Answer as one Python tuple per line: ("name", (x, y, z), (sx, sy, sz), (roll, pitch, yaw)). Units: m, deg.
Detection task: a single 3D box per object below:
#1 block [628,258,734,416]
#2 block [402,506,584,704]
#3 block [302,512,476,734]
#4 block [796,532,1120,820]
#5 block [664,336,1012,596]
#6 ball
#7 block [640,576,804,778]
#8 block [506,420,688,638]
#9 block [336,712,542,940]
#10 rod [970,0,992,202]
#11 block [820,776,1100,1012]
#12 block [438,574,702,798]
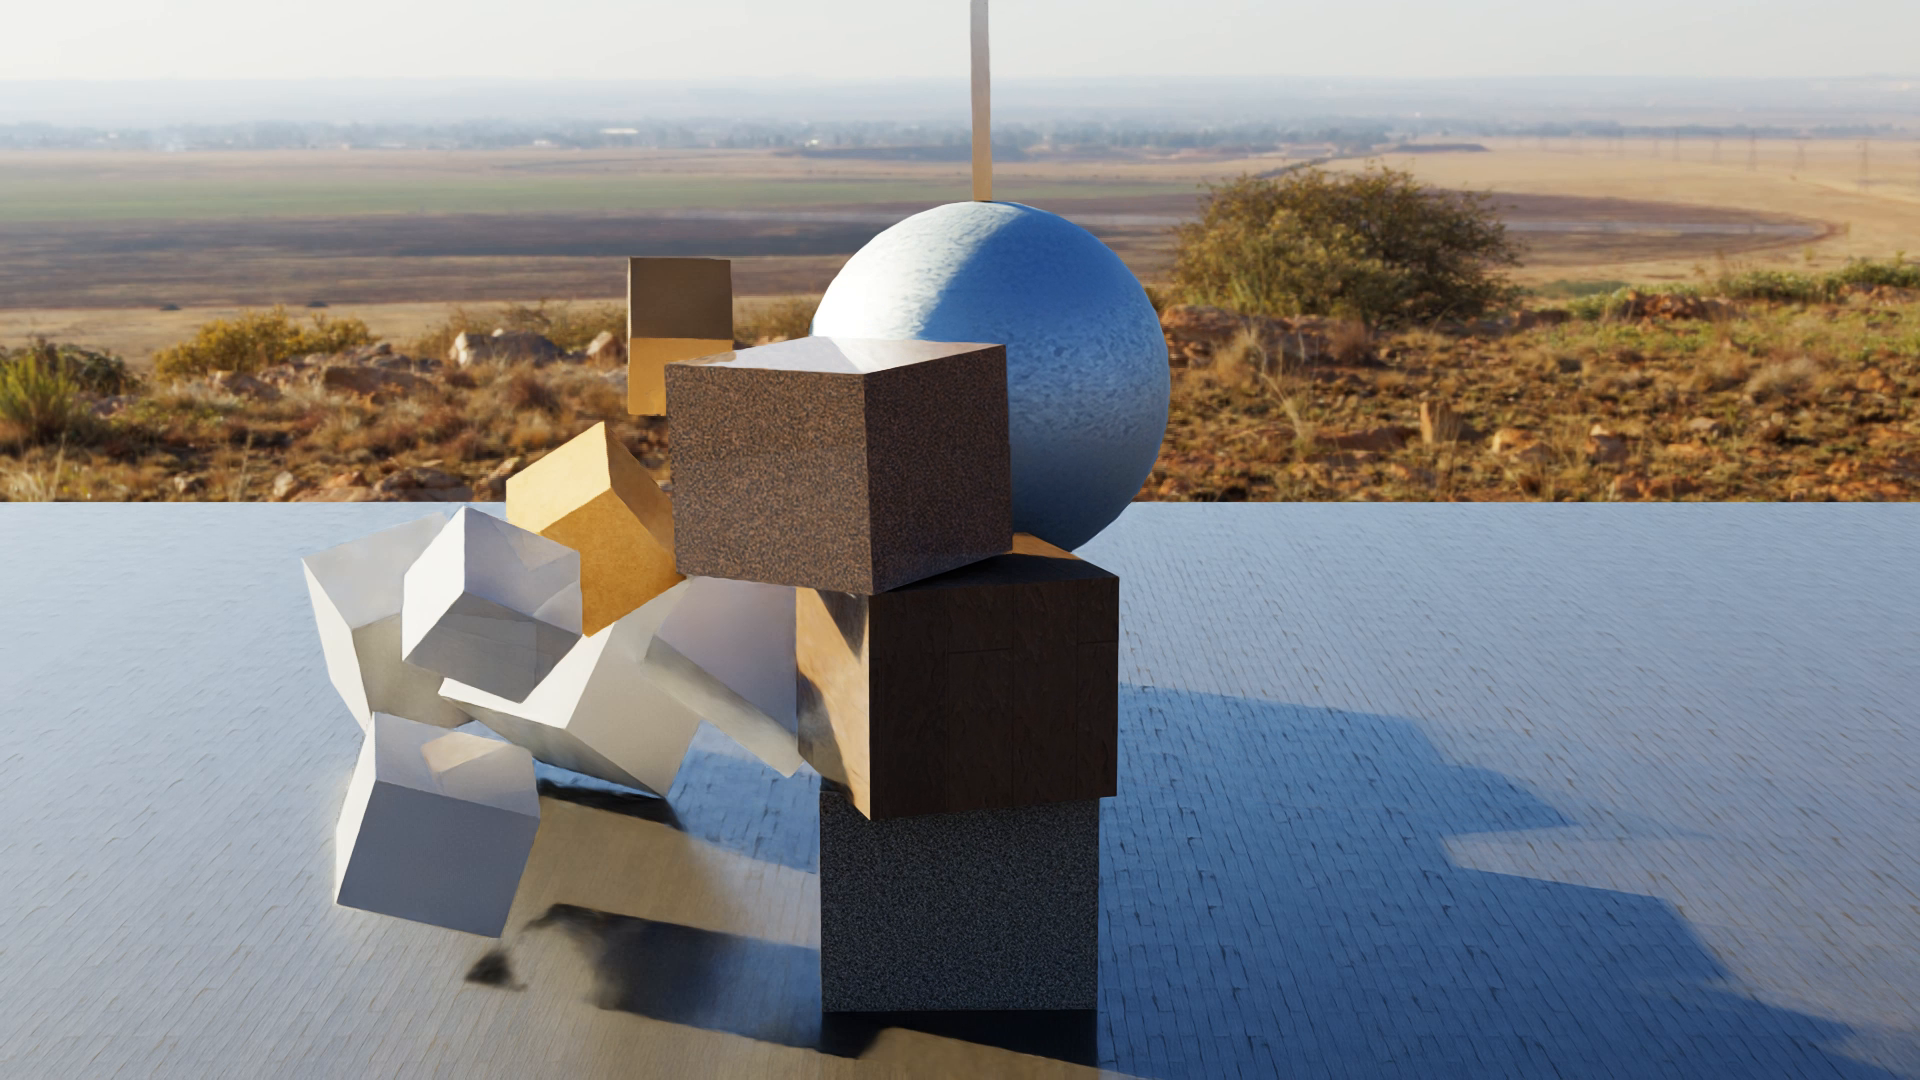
("block", (-1.230, -0.889, 11.240), (0.438, 0.496, 0.475), (0, 52, -8))
("block", (-1.927, 0.270, 10.574), (0.552, 0.487, 0.478), (24, 37, -31))
("block", (-2.899, 0.484, 13.536), (0.773, 0.805, 0.786), (-20, 37, -23))
("block", (-0.029, 0.488, 9.756), (0.960, 0.830, 0.973), (-4, 11, -19))
("block", (-0.442, -0.305, 9.582), (0.915, 0.785, 0.888), (5, 13, 35))
("ball", (0.110, -0.658, 11.061), (1.600, 1.600, 1.600), (0, 10, 0))
("block", (-0.752, 0.382, 10.760), (0.791, 0.820, 0.823), (36, -18, -1))
("block", (-1.689, -0.052, 11.892), (0.554, 0.610, 0.595), (-31, 34, 9))
("block", (-2.178, 1.181, 10.668), (0.683, 0.569, 0.673), (16, 16, -18))
("rod", (0.048, -4.003, 10.453), (0.080, 5.200, 0.080), (-1, 10, 0))
("block", (-0.011, 1.283, 10.107), (1.048, 0.859, 0.898), (0, 10, -1))
("block", (-1.798, 0.570, 12.652), (0.861, 0.996, 0.858), (11, -21, 35))
